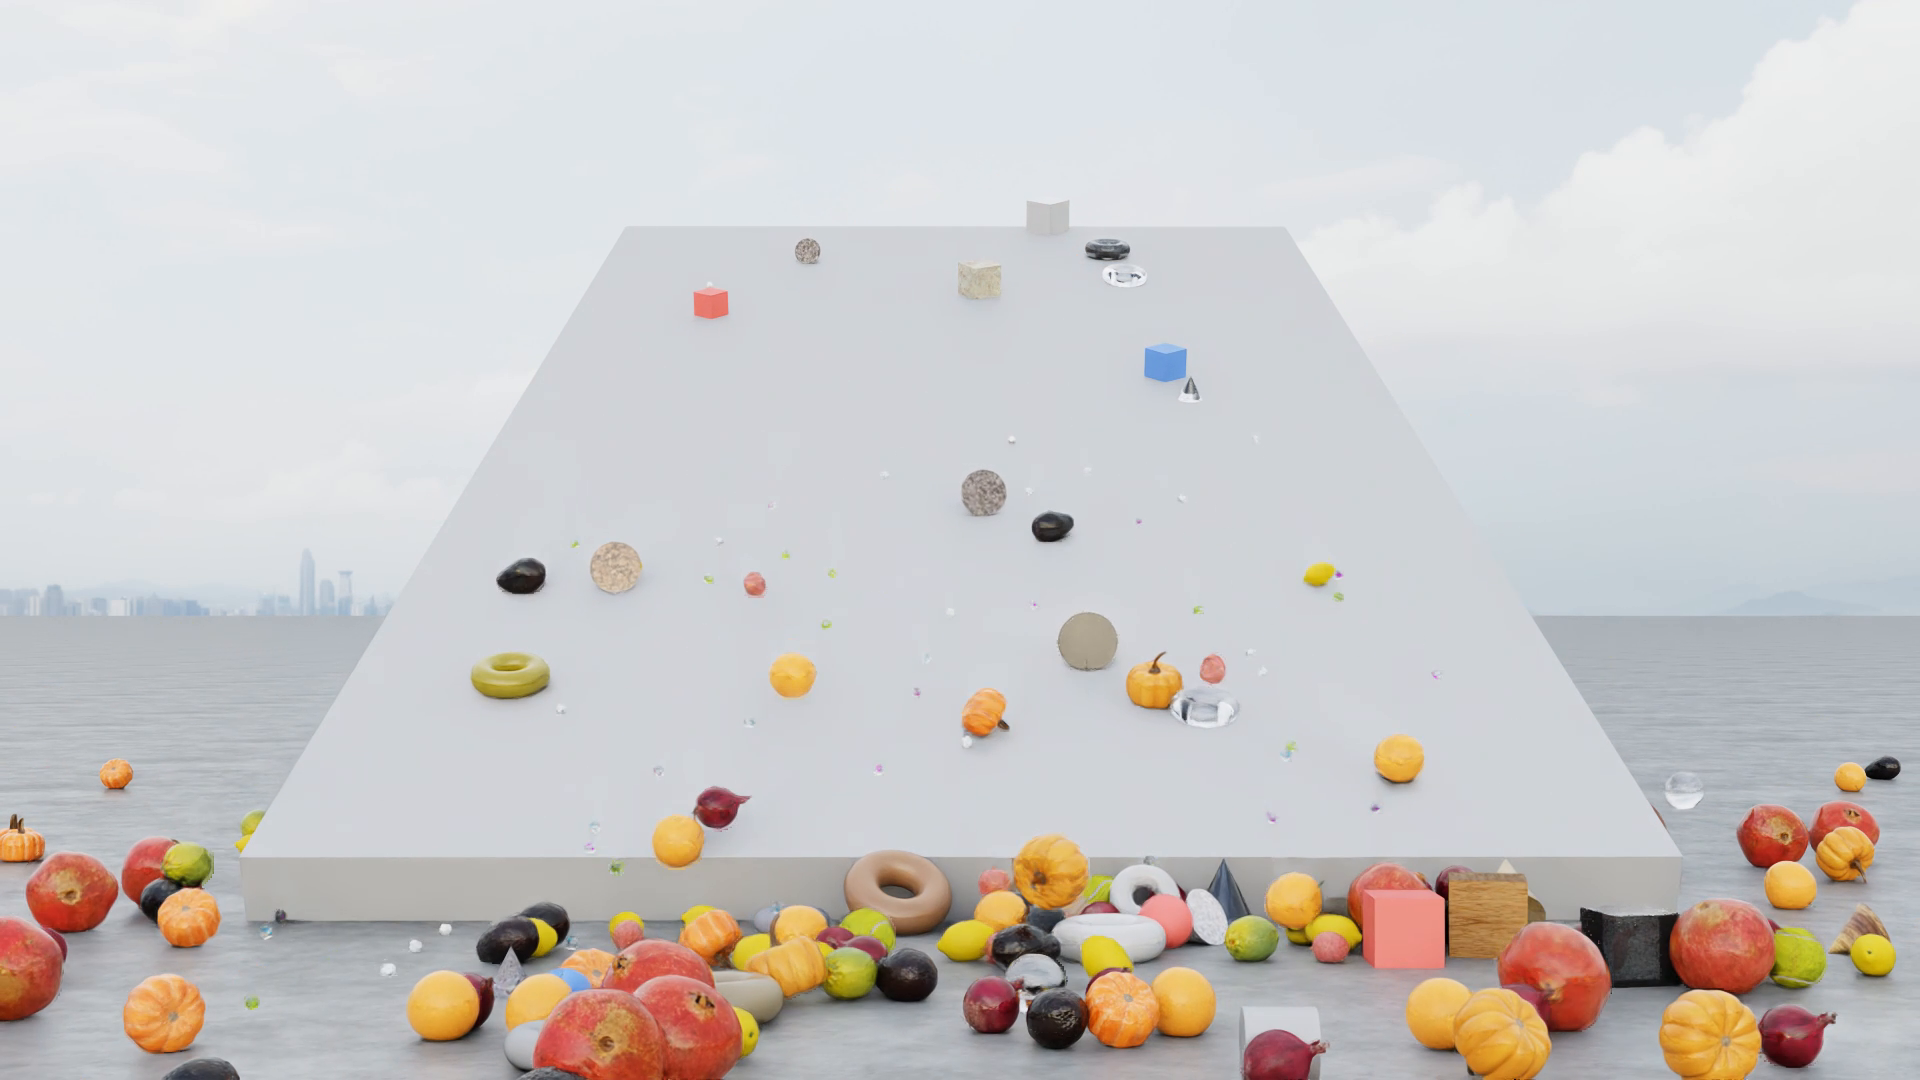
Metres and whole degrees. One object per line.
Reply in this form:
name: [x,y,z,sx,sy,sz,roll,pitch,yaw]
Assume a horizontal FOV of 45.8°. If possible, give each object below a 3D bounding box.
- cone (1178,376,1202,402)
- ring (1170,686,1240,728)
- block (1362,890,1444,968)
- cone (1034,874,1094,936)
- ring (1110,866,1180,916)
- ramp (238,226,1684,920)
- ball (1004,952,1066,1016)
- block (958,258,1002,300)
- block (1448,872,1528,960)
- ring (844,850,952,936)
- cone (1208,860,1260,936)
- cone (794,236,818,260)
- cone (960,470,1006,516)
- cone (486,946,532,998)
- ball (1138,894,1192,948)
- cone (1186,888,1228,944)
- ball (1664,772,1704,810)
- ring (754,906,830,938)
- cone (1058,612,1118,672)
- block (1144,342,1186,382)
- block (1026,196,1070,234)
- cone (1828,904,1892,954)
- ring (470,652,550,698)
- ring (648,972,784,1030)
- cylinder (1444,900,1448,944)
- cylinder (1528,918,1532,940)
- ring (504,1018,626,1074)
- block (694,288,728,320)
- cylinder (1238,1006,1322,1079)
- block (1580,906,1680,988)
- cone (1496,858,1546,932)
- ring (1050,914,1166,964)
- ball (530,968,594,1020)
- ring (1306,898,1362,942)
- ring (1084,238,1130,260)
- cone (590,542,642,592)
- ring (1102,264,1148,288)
cone: [0.527,-0.349,5.191,0.055,0.055,0.055,0,20,0]
ring: [0.385,0.262,3.573,0.108,0.036,0.108,1,20,0]
block: [0.546,0.479,2.799,0.085,0.085,0.085,0,-2,0]
cone: [0.162,0.506,3.007,0.094,0.094,0.094,28,9,21]
ring: [0.251,0.487,3.089,0.098,0.098,0.033,0,-35,-2]
ramp: [-0.005,-0.210,5.038,2.000,0.100,4.000,0,20,0]
ball: [0.080,0.477,2.439,0.066,0.066,0.066,0,-2,0]
block: [0.053,-0.700,6.095,0.084,0.084,0.084,-12,24,-30]
block: [0.669,0.476,2.883,0.096,0.096,0.096,0,-2,11]
ring: [-0.084,0.478,3.086,0.150,0.050,0.150,9,32,-5]
cone: [0.358,0.480,3.079,0.099,0.099,0.099,0,-2,0]
cone: [-0.428,-0.815,6.475,0.074,0.074,0.074,0,-20,15]
cone: [0.040,-0.087,4.504,0.092,0.092,0.092,0,-7,-8]
cone: [-0.508,0.487,2.572,0.055,0.055,0.055,0,-2,0]
ball: [0.263,0.490,2.920,0.070,0.070,0.070,0,-2,0]
cone: [0.297,0.509,2.986,0.078,0.078,0.078,2,-29,-47]
ball: [1.575,0.546,4.943,0.081,0.081,0.081,0,-2,0]
ring: [-0.225,0.512,3.043,0.103,0.034,0.103,1,-1,0]
cone: [0.214,0.173,3.800,0.098,0.098,0.098,0,-6,3]
block: [0.485,-0.419,5.360,0.069,0.069,0.069,-16,26,-37]
block: [0.264,-0.976,6.829,0.092,0.092,0.092,17,26,38]
cone: [1.130,0.508,2.879,0.070,0.070,0.070,-27,-1,-1]
ring: [-0.727,0.218,3.678,0.128,0.043,0.128,1,19,0]
ring: [-0.258,0.485,2.398,0.143,0.048,0.143,-1,-4,0]
cylinder: [0.643,0.499,2.966,0.055,0.055,0.055,0,-2,14]
cylinder: [0.706,0.496,2.954,0.059,0.059,0.059,-18,-8,19]
ring: [-0.378,0.483,2.172,0.115,0.038,0.115,1,-3,0]
block: [-0.646,-0.614,5.891,0.062,0.062,0.062,15,25,35]
cylinder: [0.295,0.466,2.102,0.068,0.068,0.068,0,-2,2]
block: [0.785,0.476,2.663,0.082,0.082,0.082,0,-2,-12]
cone: [0.727,0.460,3.023,0.096,0.096,0.096,6,44,6]
ring: [0.186,0.499,2.841,0.145,0.048,0.145,-1,-1,0]
ball: [-0.410,0.475,2.347,0.065,0.065,0.065,0,-2,0]
ring: [0.529,0.506,3.027,0.135,0.045,0.135,1,-1,0]
ring: [0.424,-0.835,6.519,0.131,0.044,0.131,1,19,0]
cone: [-0.625,0.054,4.120,0.092,0.092,0.092,0,-7,-10]
ring: [0.451,-0.724,6.222,0.124,0.041,0.124,3,23,-1]
